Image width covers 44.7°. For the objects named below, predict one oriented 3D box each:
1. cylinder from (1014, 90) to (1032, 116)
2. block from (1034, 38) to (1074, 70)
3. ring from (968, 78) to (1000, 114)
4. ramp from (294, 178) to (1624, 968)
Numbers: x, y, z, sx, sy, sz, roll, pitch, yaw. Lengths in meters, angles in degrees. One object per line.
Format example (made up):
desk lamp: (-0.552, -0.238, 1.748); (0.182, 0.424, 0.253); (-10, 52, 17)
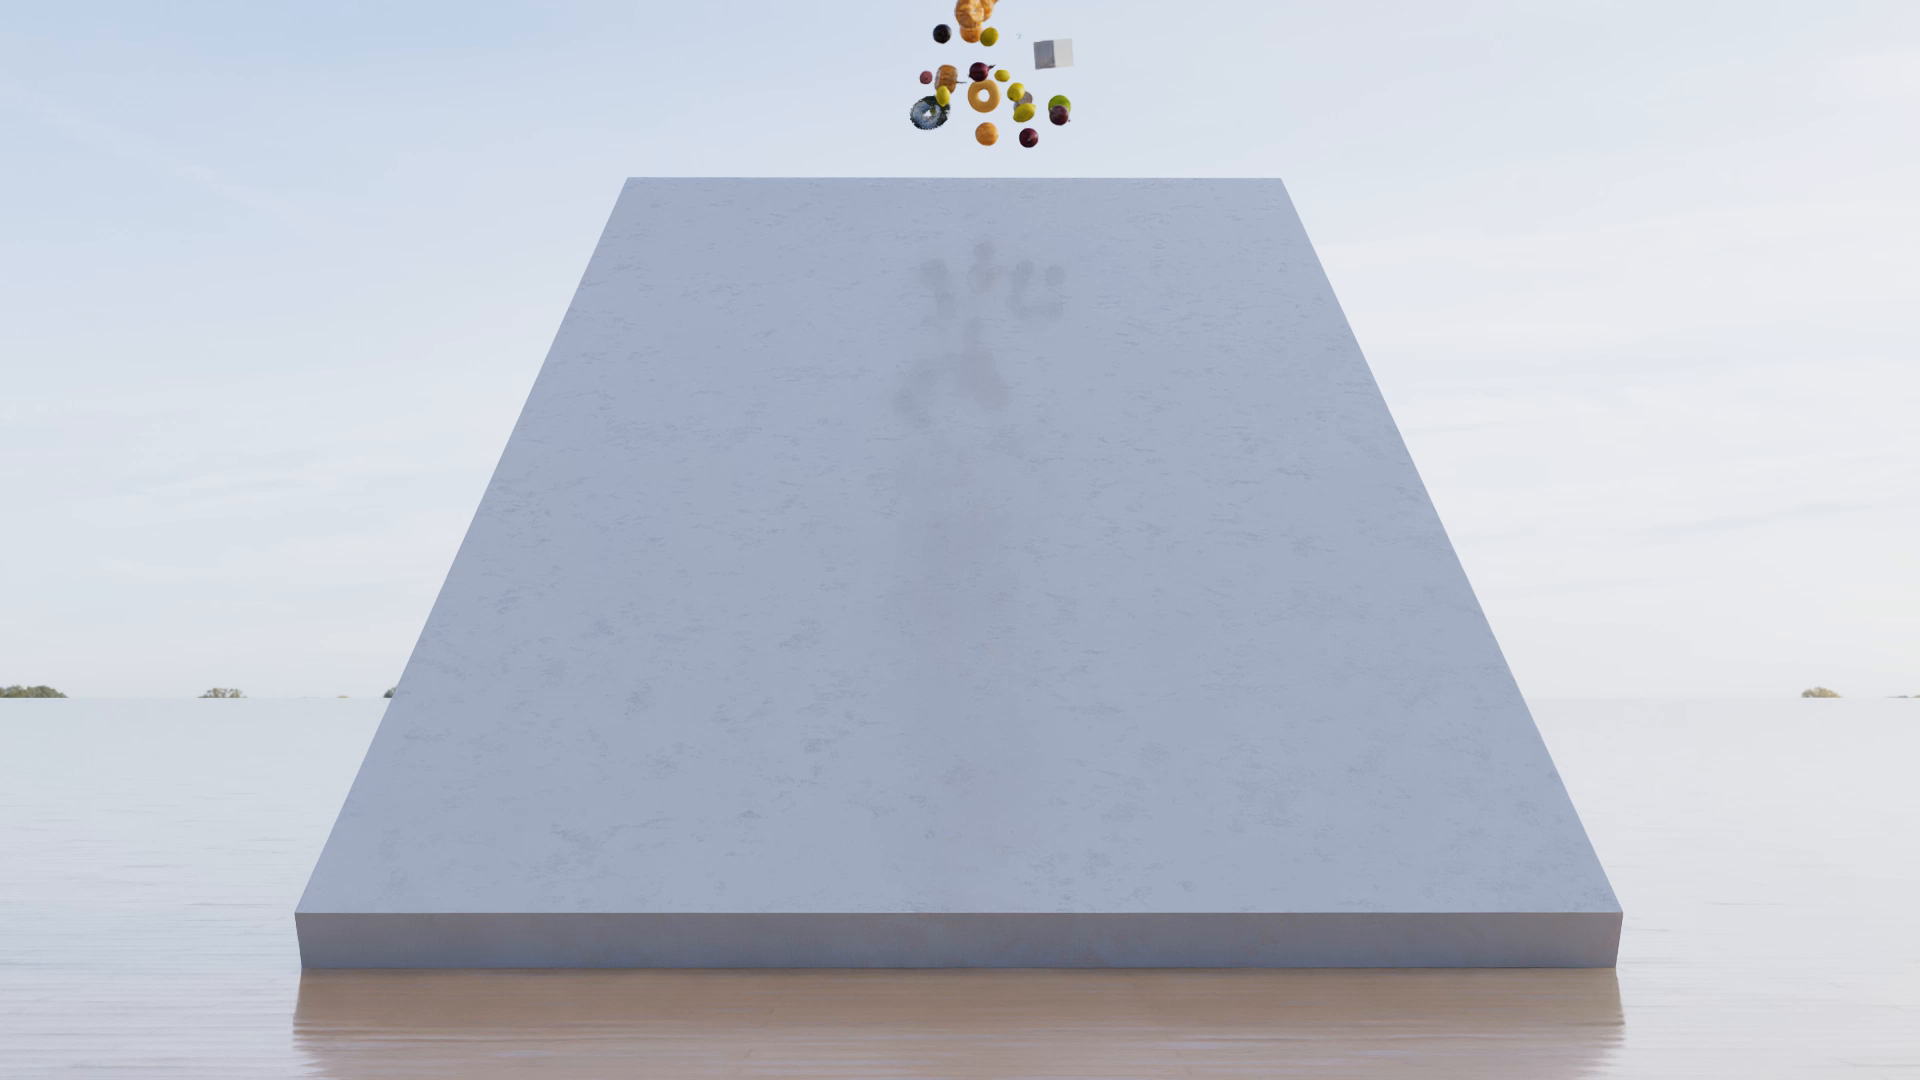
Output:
cylinder: (0.188, -1.307, 6.980); (0.052, 0.052, 0.052); (0, -29, -2)
block: (0.279, -1.450, 6.971); (0.082, 0.082, 0.082); (6, 16, 45)
ring: (0.072, -1.335, 7.019); (0.105, 0.105, 0.035); (-2, 14, 22)
ramp: (-0.009, -0.229, 5.353); (2.000, 0.100, 4.000); (0, 25, 0)
